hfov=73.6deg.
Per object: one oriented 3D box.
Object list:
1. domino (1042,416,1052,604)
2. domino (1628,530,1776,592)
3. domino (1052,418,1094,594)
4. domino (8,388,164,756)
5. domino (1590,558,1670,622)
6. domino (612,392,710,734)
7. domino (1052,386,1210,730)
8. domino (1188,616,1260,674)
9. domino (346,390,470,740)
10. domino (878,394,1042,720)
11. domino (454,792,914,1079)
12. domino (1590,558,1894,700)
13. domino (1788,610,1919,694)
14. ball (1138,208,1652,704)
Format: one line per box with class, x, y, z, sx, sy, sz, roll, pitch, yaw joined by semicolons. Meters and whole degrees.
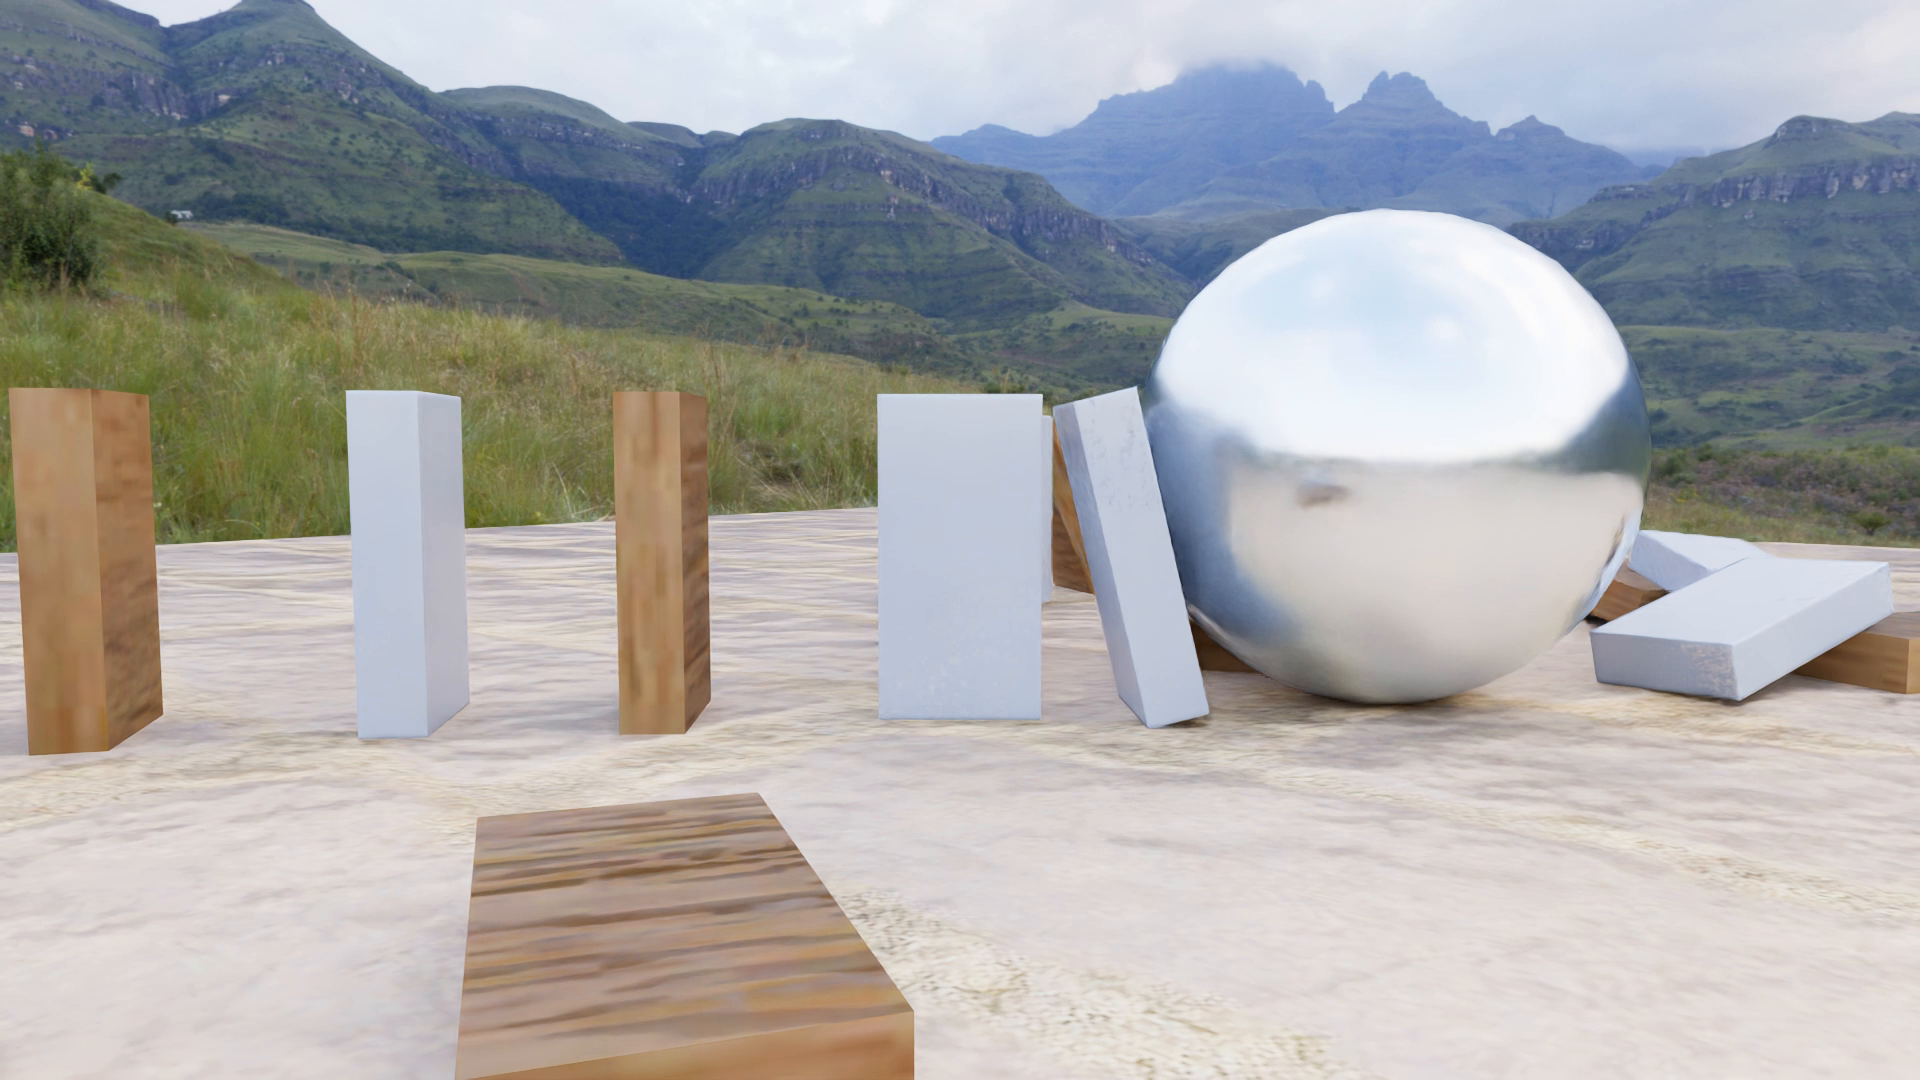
domino;0.012;-0.008;0.347;0.025;0.050;0.009;2;5;22
domino;0.175;0.010;0.287;0.025;0.010;0.050;5;16;-1
domino;0.028;-0.010;0.371;0.010;0.050;0.025;-26;13;-17
domino;-0.126;0.004;0.187;0.009;0.050;0.025;-1;4;-17
domino;0.153;0.008;0.319;0.025;0.009;0.050;-3;19;-31
domino;-0.046;0.003;0.199;0.009;0.050;0.025;0;4;-2
domino;0.026;0.002;0.202;0.009;0.050;0.025;-14;5;-2
domino;0.053;0.018;0.265;0.025;0.009;0.050;1;4;16
domino;-0.084;0.003;0.196;0.010;0.050;0.025;-1;4;-8
domino;0.000;0.002;0.201;0.025;0.050;0.009;0;4;0
domino;-0.023;0.031;0.095;0.025;0.009;0.050;-1;5;-19
domino;0.140;0.015;0.229;0.050;0.009;0.025;-17;10;-28
domino;0.180;0.020;0.238;0.050;0.009;0.025;-1;5;-19
ball;0.068;-0.013;0.211;0.080;0.080;0.080;0;4;0
